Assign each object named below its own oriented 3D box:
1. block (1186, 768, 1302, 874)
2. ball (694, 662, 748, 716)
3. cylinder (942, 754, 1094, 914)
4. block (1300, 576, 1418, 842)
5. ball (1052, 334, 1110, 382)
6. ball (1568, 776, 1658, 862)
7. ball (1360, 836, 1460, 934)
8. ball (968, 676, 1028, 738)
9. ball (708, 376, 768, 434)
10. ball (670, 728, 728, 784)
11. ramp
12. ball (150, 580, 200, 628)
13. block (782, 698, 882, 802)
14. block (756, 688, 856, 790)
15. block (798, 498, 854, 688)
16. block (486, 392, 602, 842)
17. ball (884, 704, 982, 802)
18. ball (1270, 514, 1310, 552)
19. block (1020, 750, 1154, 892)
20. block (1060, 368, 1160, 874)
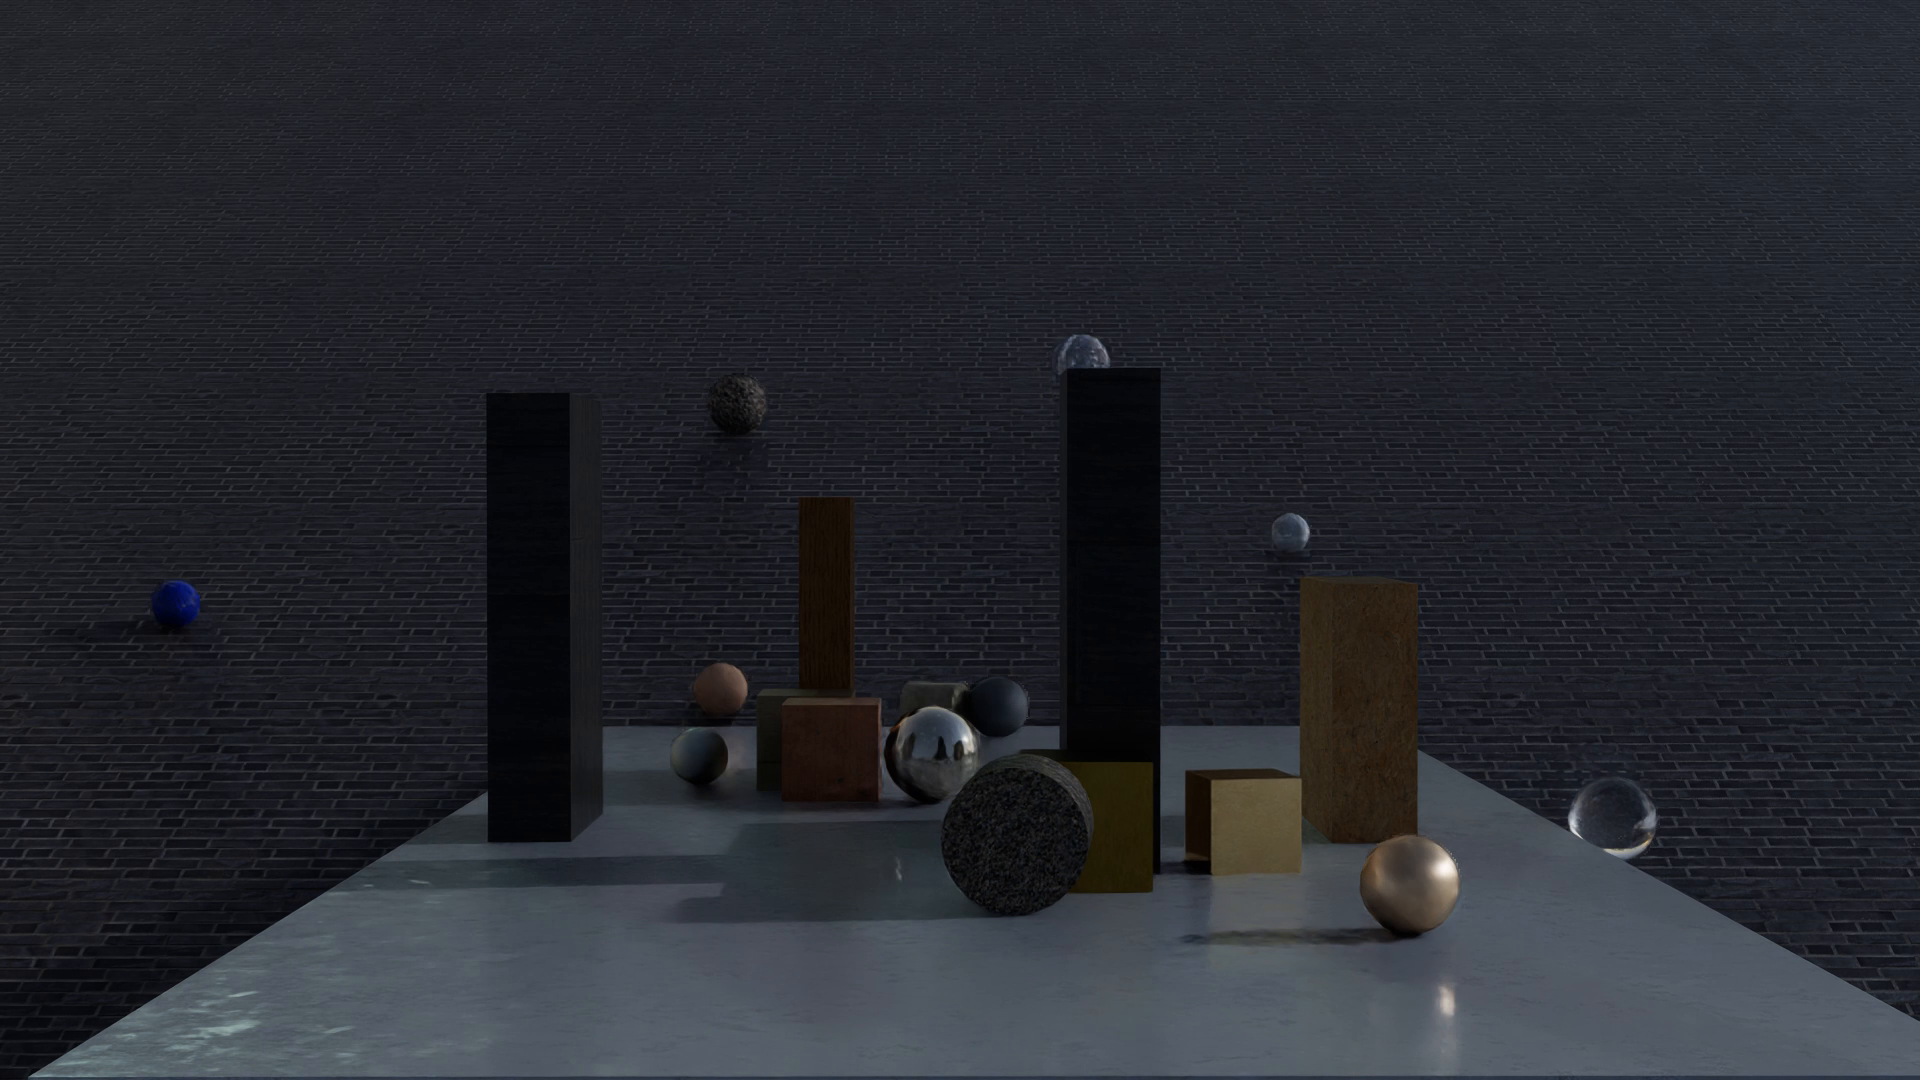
[{"bbox_3d":[0.445,0.442,4.071,0.146,0.146,0.146,0,1,-11],"label":"block"},{"bbox_3d":[-0.628,0.394,6.792,0.142,0.142,0.142,0,27,0],"label":"ball"},{"bbox_3d":[0.085,0.419,3.701,0.206,0.206,0.206,3,1,5],"label":"cylinder"},{"bbox_3d":[0.698,0.289,4.553,0.144,0.437,0.409,0,1,0],"label":"block"},{"bbox_3d":[0.403,-0.591,8.636,0.195,0.195,0.195,0,27,0],"label":"ball"},{"bbox_3d":[1.225,0.524,4.846,0.162,0.162,0.162,0,27,0],"label":"ball"},{"bbox_3d":[0.599,0.459,3.438,0.131,0.131,0.131,0,27,0],"label":"ball"},{"bbox_3d":[0.092,0.406,6.276,0.149,0.149,0.149,0,27,0],"label":"ball"},{"bbox_3d":[-0.717,-0.436,8.341,0.191,0.191,0.191,0,27,0],"label":"ball"},{"bbox_3d":[-0.529,0.439,5.246,0.117,0.117,0.117,0,27,0],"label":"ball"},{"bbox_3d":[0.062,0.557,4.594,2.000,0.100,4.000,0,1,0],"label":"ramp"},{"bbox_3d":[-2.191,0.179,7.215,0.134,0.134,0.134,0,27,0],"label":"ball"},{"bbox_3d":[-0.249,0.407,5.042,0.185,0.185,0.185,0,1,0],"label":"block"},{"bbox_3d":[-0.310,0.403,5.229,0.189,0.189,0.189,0,1,0],"label":"block"},{"bbox_3d":[-0.279,0.202,5.441,0.105,0.584,0.240,0,1,0],"label":"block"},{"bbox_3d":[-0.729,0.128,4.559,0.140,0.759,0.394,0,1,0],"label":"block"},{"bbox_3d":[-0.052,0.409,4.943,0.186,0.186,0.186,0,27,0],"label":"ball"},{"bbox_3d":[0.976,-0.022,7.623,0.115,0.115,0.115,0,27,0],"label":"ball"},{"bbox_3d":[0.189,0.422,3.900,0.192,0.192,0.192,0,1,0],"label":"block"},{"bbox_3d":[0.238,0.123,4.139,0.144,0.782,0.294,0,1,0],"label":"block"}]
